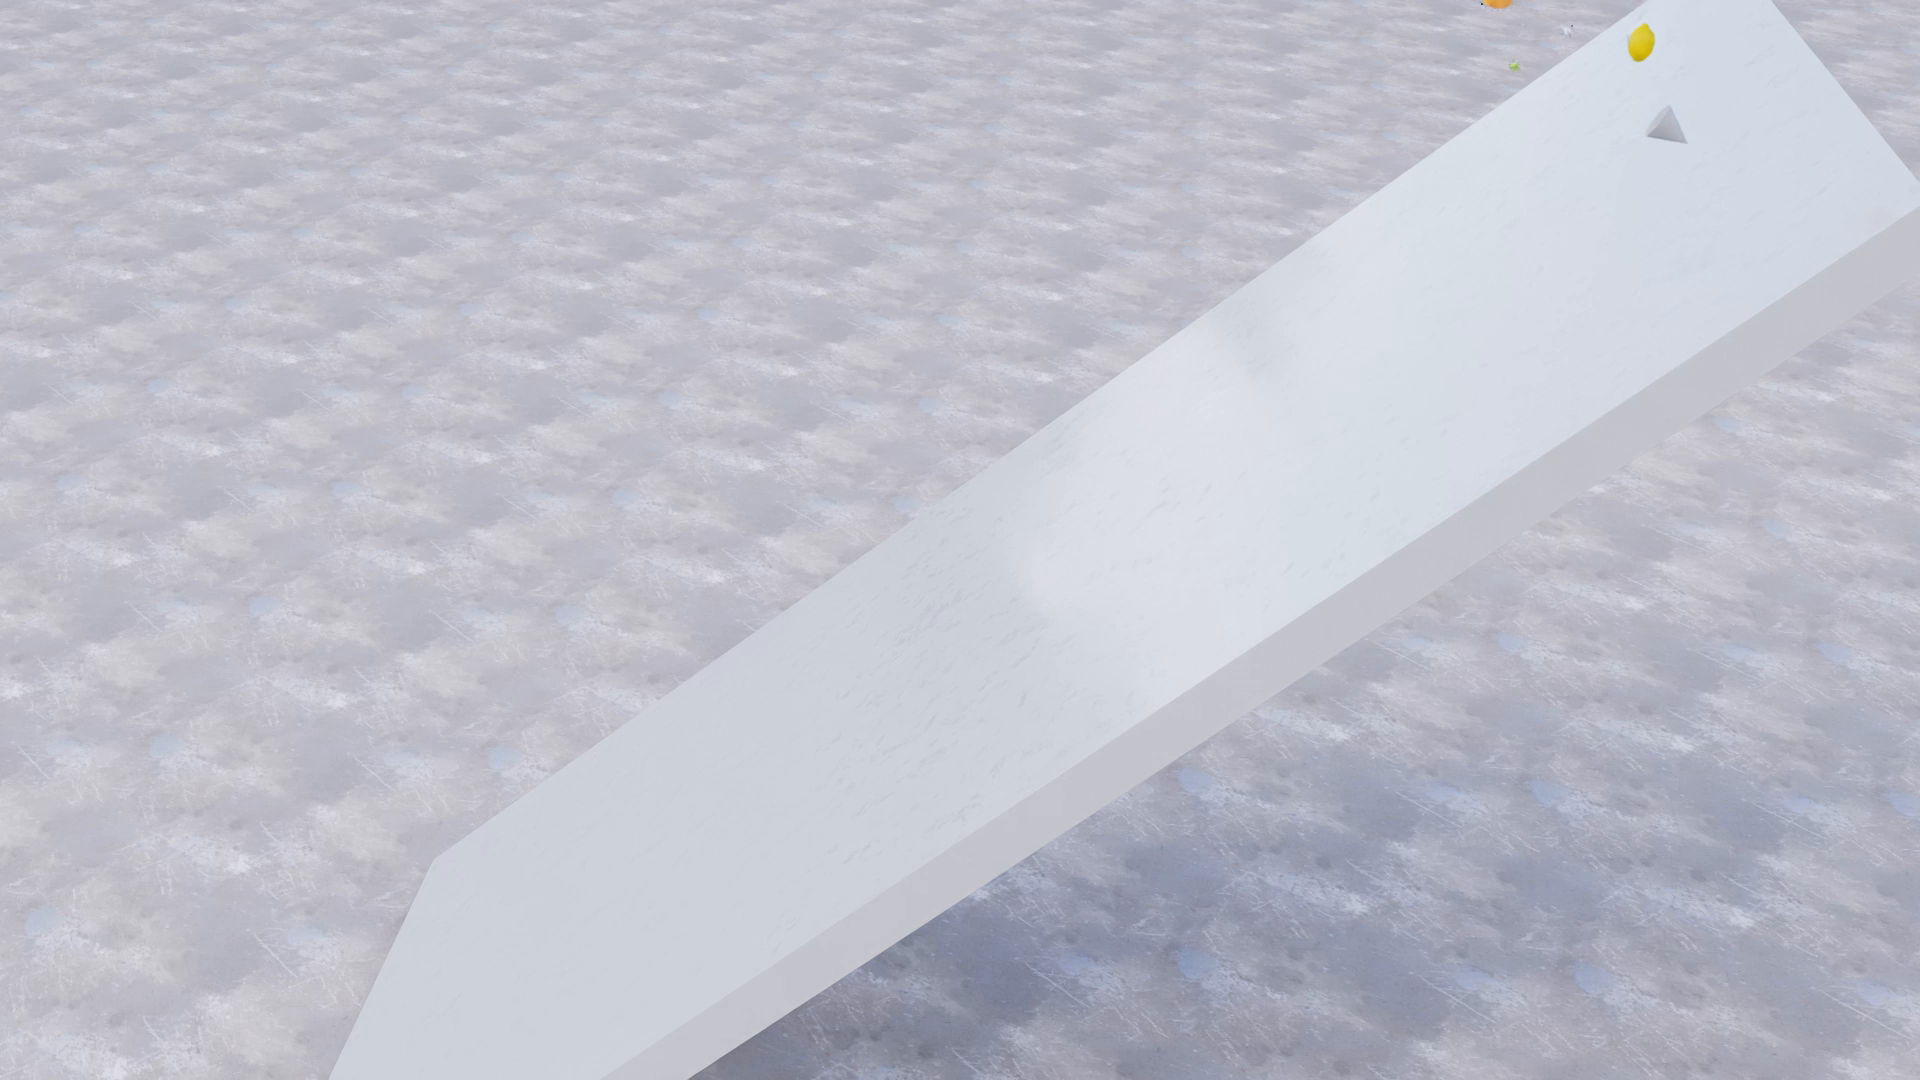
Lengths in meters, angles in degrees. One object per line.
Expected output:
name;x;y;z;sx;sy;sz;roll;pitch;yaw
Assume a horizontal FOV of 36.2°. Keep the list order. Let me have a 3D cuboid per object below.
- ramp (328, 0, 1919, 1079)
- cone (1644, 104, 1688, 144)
ramp;0.125;0.182;6.330;4.000;0.100;2.000;-35;16;17
cone;1.331;-0.762;5.492;0.074;0.074;0.074;36;25;-5
